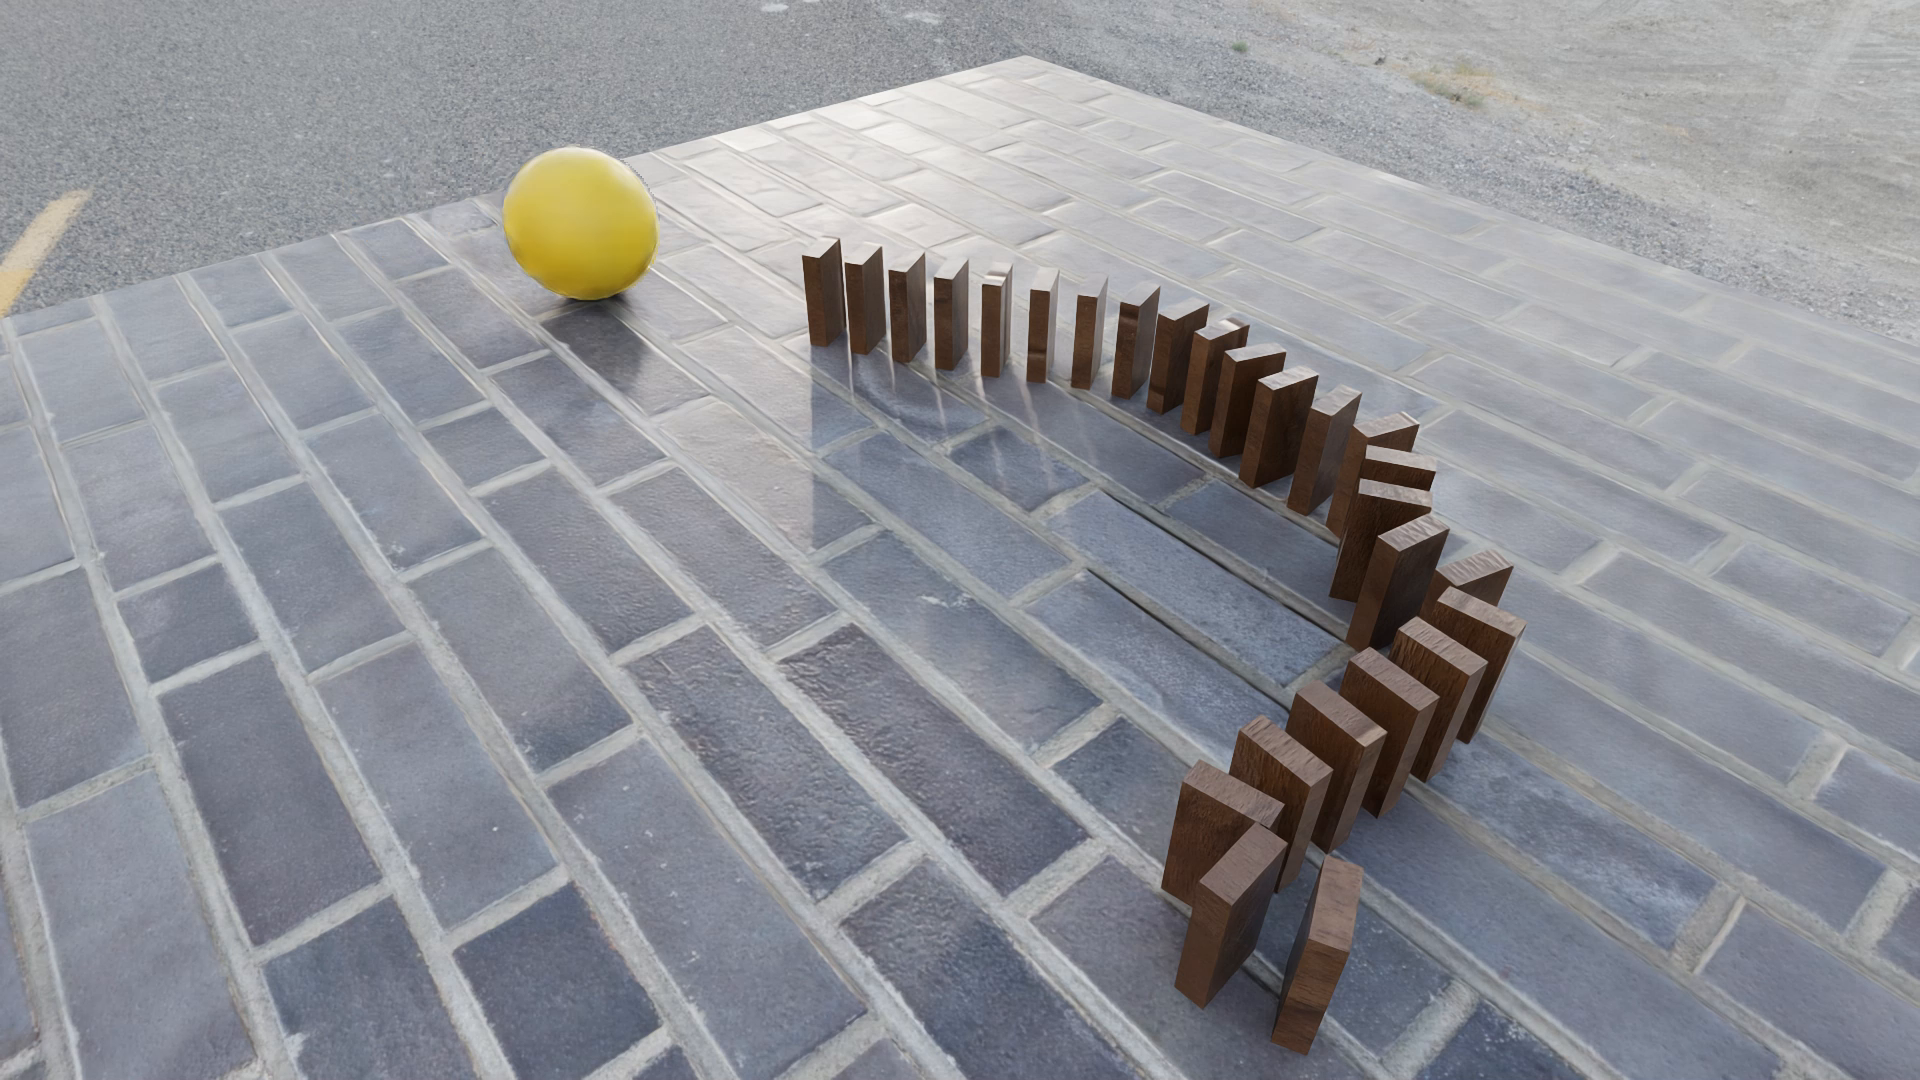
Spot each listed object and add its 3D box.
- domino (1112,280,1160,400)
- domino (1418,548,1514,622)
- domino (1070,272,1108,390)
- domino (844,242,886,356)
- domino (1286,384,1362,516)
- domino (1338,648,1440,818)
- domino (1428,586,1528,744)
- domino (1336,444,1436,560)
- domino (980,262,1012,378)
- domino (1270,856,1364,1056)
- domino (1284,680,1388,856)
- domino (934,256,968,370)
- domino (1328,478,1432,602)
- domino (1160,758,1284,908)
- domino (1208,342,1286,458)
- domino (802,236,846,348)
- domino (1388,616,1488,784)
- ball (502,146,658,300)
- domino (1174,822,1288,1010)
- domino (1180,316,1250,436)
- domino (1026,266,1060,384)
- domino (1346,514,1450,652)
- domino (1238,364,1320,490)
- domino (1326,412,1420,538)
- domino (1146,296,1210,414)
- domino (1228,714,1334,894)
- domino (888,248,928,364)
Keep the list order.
[{"bbox_3d":[0.084,-0.096,0.528,0.010,0.050,0.025,21,44,23],"label":"domino"},{"bbox_3d":[0.169,0.028,0.377,0.025,0.050,0.009,-16,42,-19],"label":"domino"},{"bbox_3d":[0.063,-0.101,0.535,0.009,0.050,0.025,11,41,14],"label":"domino"},{"bbox_3d":[-0.048,-0.123,0.562,0.010,0.050,0.025,13,41,16],"label":"domino"},{"bbox_3d":[0.151,-0.037,0.457,0.010,0.050,0.025,31,49,32],"label":"domino"},{"bbox_3d":[0.127,0.060,0.338,0.009,0.050,0.025,-24,45,-26],"label":"domino"},{"bbox_3d":[0.164,0.042,0.361,0.025,0.050,0.009,30,48,31],"label":"domino"},{"bbox_3d":[0.164,-0.011,0.425,0.025,0.050,0.010,13,41,15],"label":"domino"},{"bbox_3d":[0.018,-0.109,0.544,0.009,0.050,0.025,9,40,11],"label":"domino"},{"bbox_3d":[0.091,0.107,0.281,0.009,0.050,0.025,15,42,18],"label":"domino"},{"bbox_3d":[0.108,0.068,0.328,0.009,0.050,0.025,-24,45,-26],"label":"domino"},{"bbox_3d":[-0.004,-0.113,0.550,0.009,0.050,0.025,12,41,14],"label":"domino"},{"bbox_3d":[0.156,0.002,0.409,0.025,0.050,0.009,13,41,15],"label":"domino"},{"bbox_3d":[0.072,0.086,0.306,0.025,0.050,0.009,26,46,28],"label":"domino"},{"bbox_3d":[0.127,-0.061,0.487,0.025,0.050,0.009,-14,41,-16],"label":"domino"},{"bbox_3d":[-0.070,-0.128,0.568,0.009,0.050,0.025,13,41,15],"label":"domino"},{"bbox_3d":[0.146,0.051,0.349,0.010,0.050,0.025,-26,46,-28],"label":"domino"},{"bbox_3d":[-0.205,-0.171,0.596,0.080,0.080,0.080,0,39,0],"label":"ball"},{"bbox_3d":[0.071,0.100,0.290,0.025,0.050,0.009,-32,49,-33],"label":"domino"},{"bbox_3d":[0.116,-0.075,0.502,0.025,0.050,0.009,-24,45,-27],"label":"domino"},{"bbox_3d":[0.041,-0.105,0.540,0.010,0.050,0.025,9,40,11],"label":"domino"},{"bbox_3d":[0.155,0.017,0.391,0.025,0.050,0.010,-21,44,-23],"label":"domino"},{"bbox_3d":[0.136,-0.048,0.470,0.025,0.050,0.009,-20,43,-23],"label":"domino"},{"bbox_3d":[0.165,-0.026,0.443,0.025,0.050,0.010,-15,42,-18],"label":"domino"},{"bbox_3d":[0.102,-0.086,0.517,0.025,0.050,0.009,-29,48,-31],"label":"domino"},{"bbox_3d":[0.089,0.077,0.318,0.010,0.050,0.025,-26,46,-28],"label":"domino"},{"bbox_3d":[-0.026,-0.118,0.555,0.010,0.050,0.025,13,41,15],"label":"domino"}]
